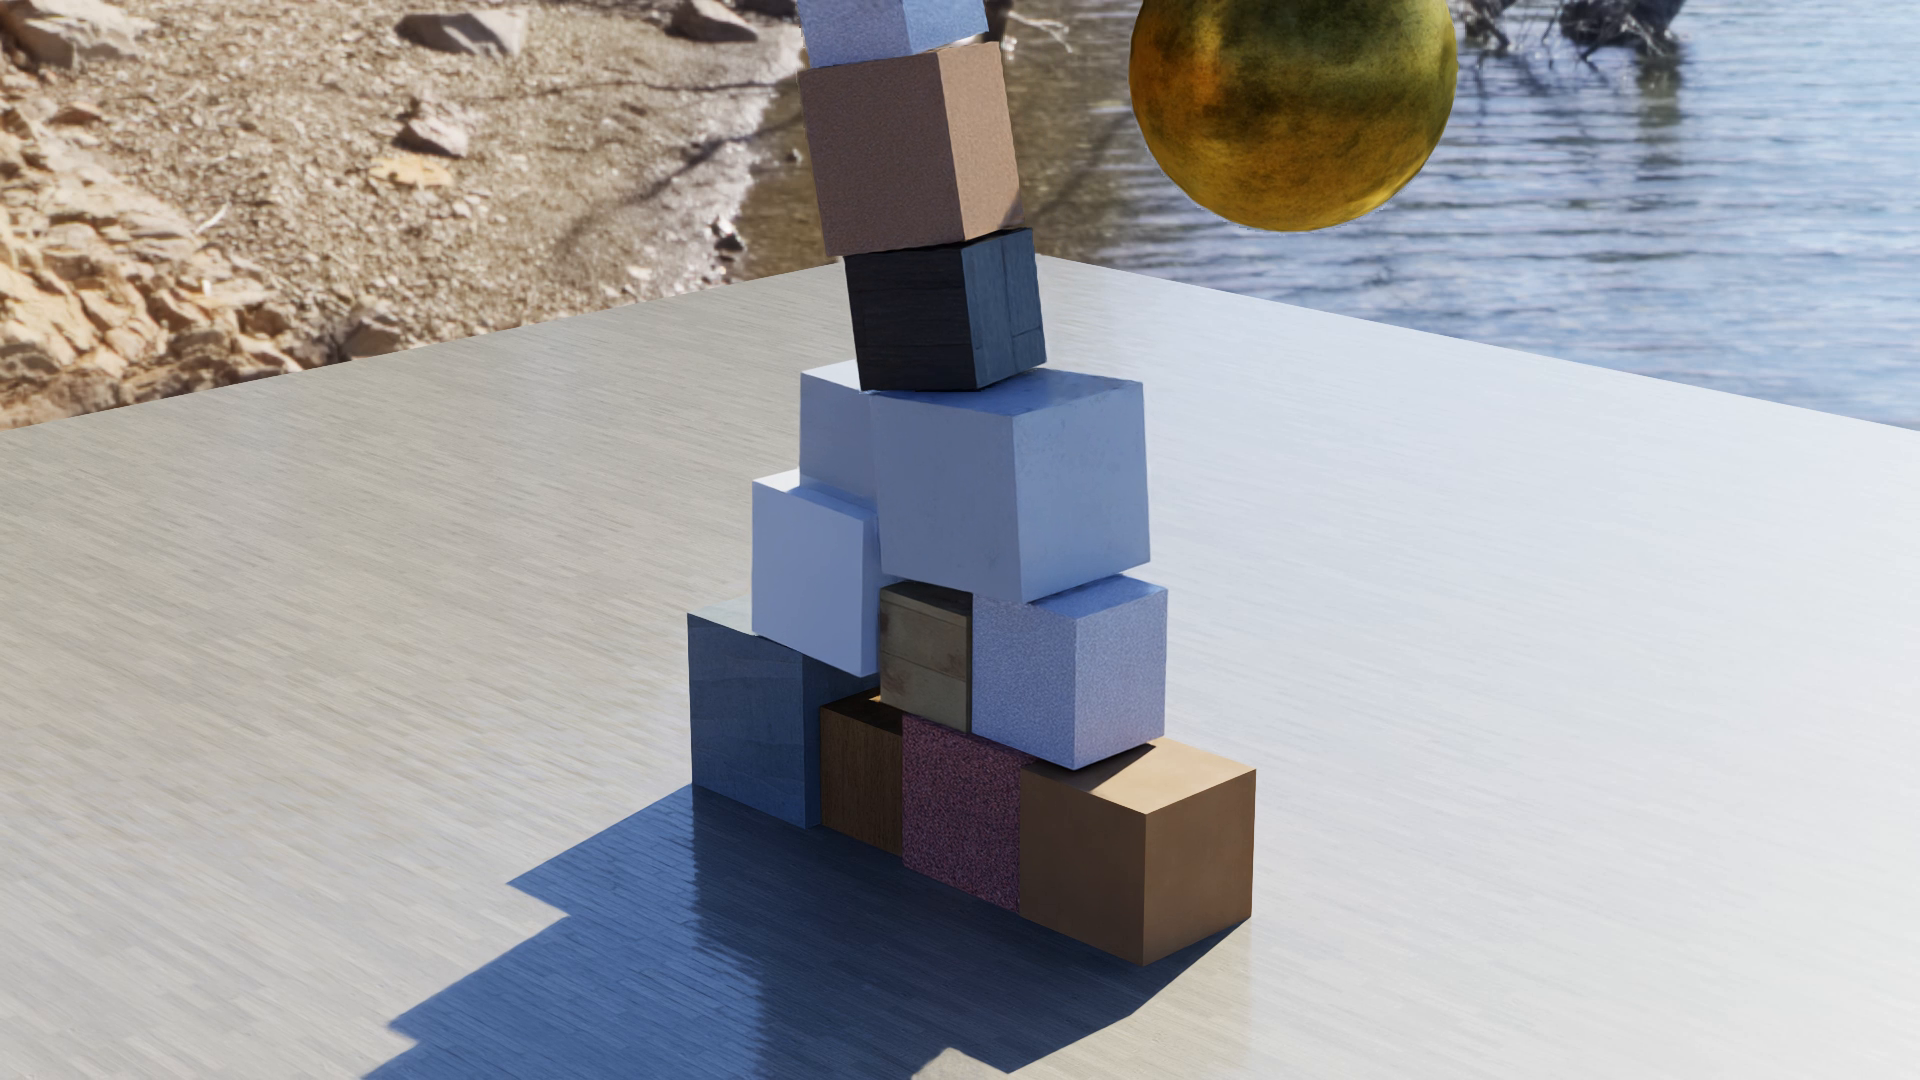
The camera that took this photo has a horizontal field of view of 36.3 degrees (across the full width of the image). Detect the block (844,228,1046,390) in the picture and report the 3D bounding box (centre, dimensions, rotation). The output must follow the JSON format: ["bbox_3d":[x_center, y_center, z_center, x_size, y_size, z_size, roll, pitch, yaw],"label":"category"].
[{"bbox_3d":[-0.061,-1.037,13.168,0.617,0.614,0.615,1,14,32],"label":"block"}]

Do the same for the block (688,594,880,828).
[{"bbox_3d":[-0.739,0.776,14.393,0.830,0.888,0.836,-17,24,-42],"label":"block"}]

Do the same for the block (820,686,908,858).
[{"bbox_3d":[-0.221,1.070,13.934,0.633,0.603,0.618,-17,24,-42],"label":"block"}]

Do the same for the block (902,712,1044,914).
[{"bbox_3d":[0.267,1.151,13.439,0.753,0.742,0.751,-17,24,-42],"label":"block"}]

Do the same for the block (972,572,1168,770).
[{"bbox_3d":[0.484,0.537,13.004,0.590,0.693,0.626,-17,24,-42],"label":"block"}]

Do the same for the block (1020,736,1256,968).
[{"bbox_3d":[0.780,1.334,12.922,0.726,0.706,0.733,-17,24,-42],"label":"block"}]

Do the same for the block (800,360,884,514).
[{"bbox_3d":[-0.333,-0.500,13.553,0.567,0.549,0.589,-16,26,-42],"label":"block"}]

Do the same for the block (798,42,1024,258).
[{"bbox_3d":[-0.210,-1.751,13.108,0.676,0.821,0.702,-4,11,24],"label":"block"}]

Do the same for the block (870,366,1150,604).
[{"bbox_3d":[0.228,-0.274,13.065,0.824,0.822,0.886,-17,20,-42],"label":"block"}]

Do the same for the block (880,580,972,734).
[{"bbox_3d":[0.047,0.479,13.415,0.605,0.551,0.560,-16,24,-42],"label":"block"}]

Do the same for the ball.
[{"bbox_3d":[1.623,-2.305,14.318,1.600,1.600,1.600,0,17,0],"label":"ball"}]

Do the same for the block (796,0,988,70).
[{"bbox_3d":[-0.326,-2.461,12.911,0.571,0.615,0.579,-1,18,37],"label":"block"}]

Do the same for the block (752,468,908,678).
[{"bbox_3d":[-0.430,0.094,13.825,0.785,0.757,0.774,-16,26,-41],"label":"block"}]
